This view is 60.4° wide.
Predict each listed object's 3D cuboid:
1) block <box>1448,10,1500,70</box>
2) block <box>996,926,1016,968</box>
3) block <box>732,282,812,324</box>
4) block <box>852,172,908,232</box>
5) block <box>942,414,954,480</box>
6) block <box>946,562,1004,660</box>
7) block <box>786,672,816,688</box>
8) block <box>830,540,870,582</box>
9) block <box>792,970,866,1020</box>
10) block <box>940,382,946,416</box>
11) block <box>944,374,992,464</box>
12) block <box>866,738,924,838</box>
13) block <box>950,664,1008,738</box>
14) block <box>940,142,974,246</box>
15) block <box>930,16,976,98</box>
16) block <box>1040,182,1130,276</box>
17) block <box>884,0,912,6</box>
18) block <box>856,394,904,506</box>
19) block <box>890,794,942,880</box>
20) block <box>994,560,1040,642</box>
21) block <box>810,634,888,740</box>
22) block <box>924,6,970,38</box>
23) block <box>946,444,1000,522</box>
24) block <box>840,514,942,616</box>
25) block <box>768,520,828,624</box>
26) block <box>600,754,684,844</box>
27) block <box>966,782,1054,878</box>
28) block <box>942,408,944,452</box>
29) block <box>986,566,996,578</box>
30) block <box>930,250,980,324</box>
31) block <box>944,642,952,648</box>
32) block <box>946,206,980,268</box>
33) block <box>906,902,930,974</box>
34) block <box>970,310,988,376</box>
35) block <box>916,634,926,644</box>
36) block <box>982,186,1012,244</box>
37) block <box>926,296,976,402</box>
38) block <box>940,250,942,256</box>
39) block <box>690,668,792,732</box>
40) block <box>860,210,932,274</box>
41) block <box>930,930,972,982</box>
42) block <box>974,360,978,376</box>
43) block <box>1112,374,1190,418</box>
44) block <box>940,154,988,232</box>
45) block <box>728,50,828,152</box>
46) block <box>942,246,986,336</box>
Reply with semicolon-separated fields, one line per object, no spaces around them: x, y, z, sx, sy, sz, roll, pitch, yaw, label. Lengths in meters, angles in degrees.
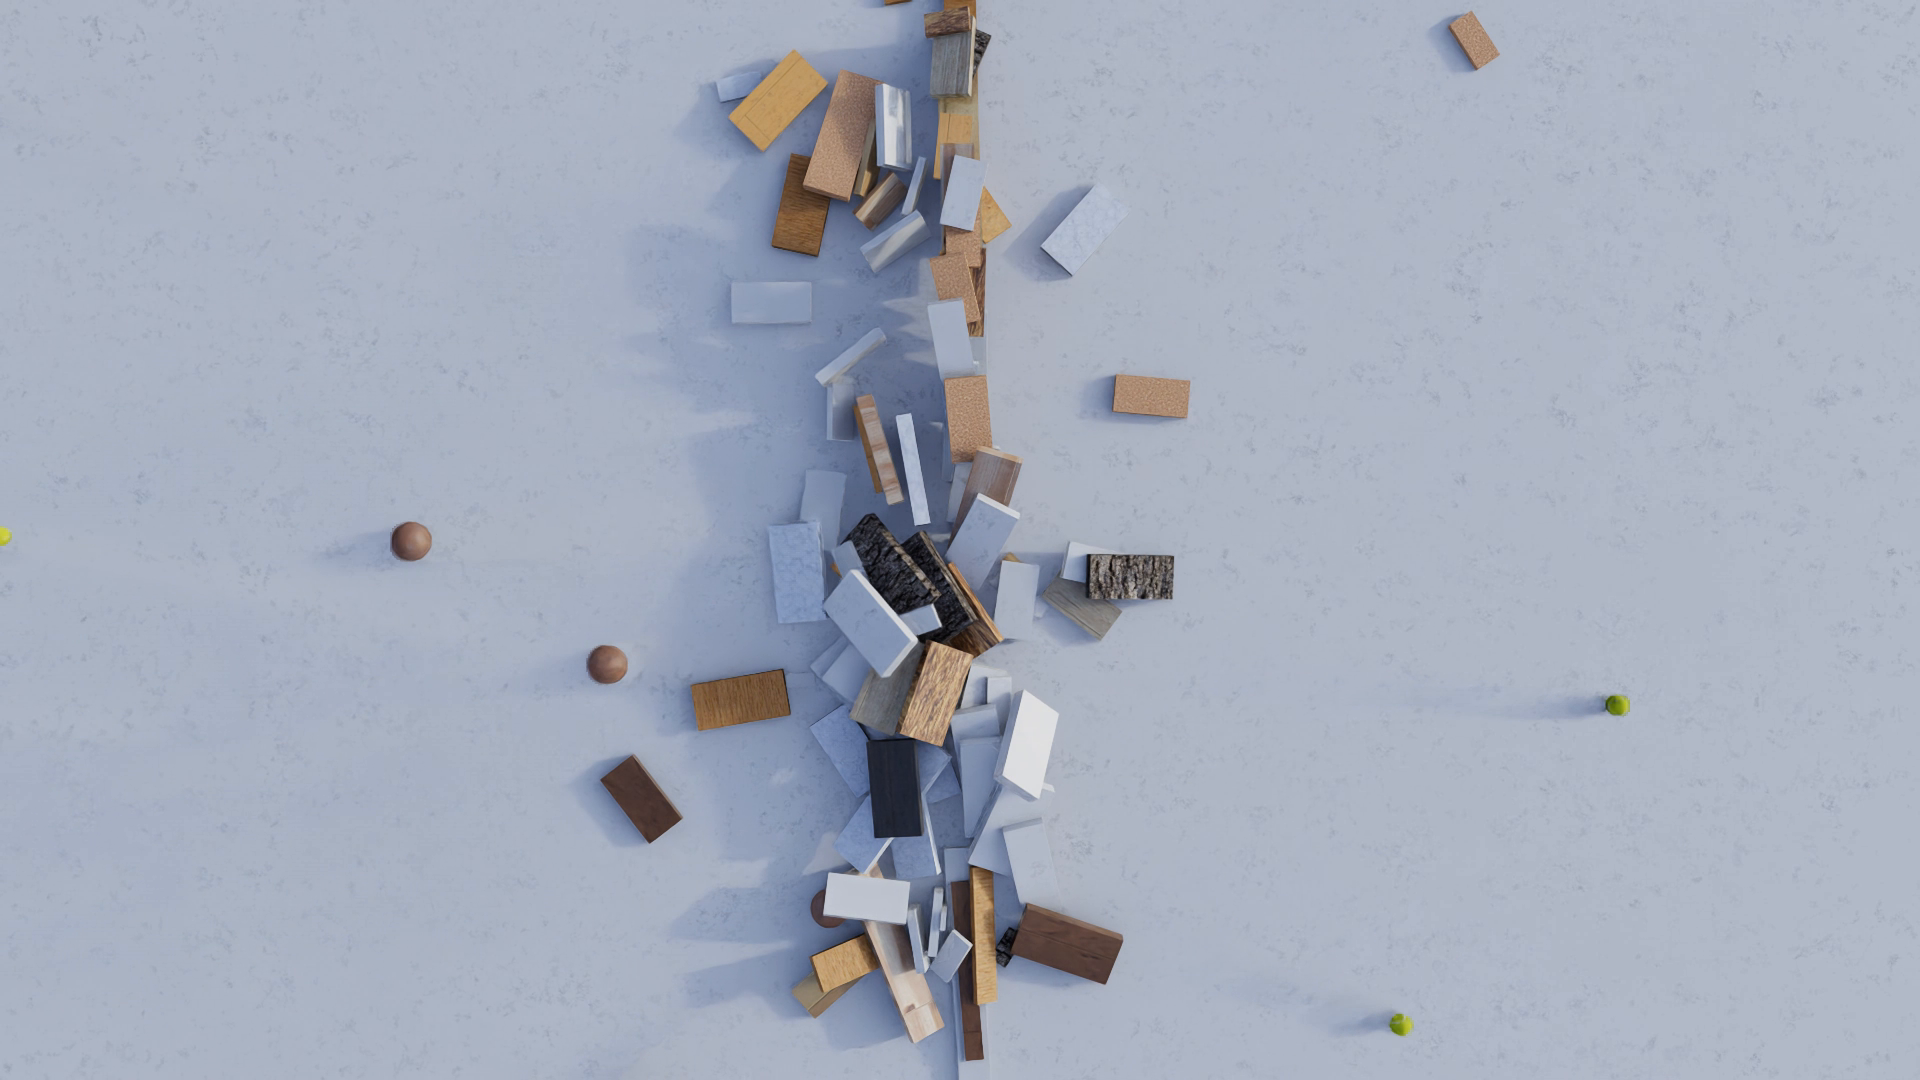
1.710;-1.662;5.488;0.087;0.025;0.175;-33;90;0;block
0.157;1.356;5.491;0.060;0.017;0.121;32;90;0;block
-0.626;-0.788;5.481;0.263;0.037;0.131;-1;90;0;block
-0.262;-1.120;5.460;0.186;0.026;0.093;-48;130;0;block
0.015;-0.325;5.423;0.136;0.039;0.272;2;115;-2;block
-0.004;0.241;5.420;0.152;0.043;0.304;-35;88;24;block
-0.530;0.467;5.493;0.097;0.014;0.049;-4;90;0;block
-0.360;0.088;5.416;0.078;0.022;0.156;-28;81;29;block
-0.430;1.463;5.483;0.241;0.034;0.121;-41;90;0;block
-0.015;-0.505;5.390;0.095;0.027;0.189;-6;107;2;block
0.029;-0.390;5.330;0.136;0.039;0.272;-6;102;-2;block
-0.210;0.804;5.344;0.157;0.044;0.313;-5;92;10;block
0.062;0.541;5.451;0.126;0.036;0.252;12;98;-14;block
-0.006;-1.006;5.308;0.108;0.031;0.538;-1;117;0;block
-0.024;-1.570;5.364;0.131;0.037;0.261;2;83;16;block
0.416;-1.032;5.480;0.144;0.041;0.288;42;90;0;block
-0.219;-1.878;5.487;0.090;0.026;0.181;-9;90;0;block
-0.259;-0.294;5.410;0.051;0.180;0.360;-17;90;0;block
-0.163;0.973;5.456;0.142;0.040;0.284;-11;91;18;block
0.184;0.201;5.466;0.126;0.036;0.252;8;90;0;block
-0.316;0.485;5.453;0.172;0.049;0.344;-43;84;-3;block
-0.041;-1.680;5.353;0.149;0.021;0.074;-6;81;15;block
0.042;-0.185;5.432;0.136;0.039;0.272;8;109;-5;block
-0.238;0.107;5.391;0.360;0.051;0.180;50;116;16;block
-0.533;0.106;5.450;0.163;0.046;0.327;-5;97;4;block
-1.057;0.860;5.481;0.135;0.038;0.269;-38;90;0;block
0.165;0.933;5.413;0.168;0.048;0.337;20;106;-12;block
-0.013;-0.369;5.459;0.094;0.027;0.189;0;107;0;block
0.067;0.109;5.492;0.093;0.013;0.046;-28;94;0;block
-0.015;-0.795;5.233;0.113;0.032;0.227;-12;119;5;block
-0.110;0.330;5.464;0.086;0.024;0.171;-41;101;10;block
0.010;-0.973;5.234;0.108;0.031;0.216;0;87;0;block
-0.137;1.314;5.446;0.029;0.104;0.208;-10;90;10;block
0.018;-0.617;5.418;0.141;0.040;0.282;0;117;0;block
-0.107;0.398;5.450;0.252;0.036;0.126;42;100;-10;block
0.067;-1.102;5.485;0.106;0.030;0.212;-35;90;0;block
-0.021;-0.610;5.294;0.113;0.032;0.333;-9;118;3;block
0.005;-0.800;5.372;0.141;0.040;0.282;0;117;0;block
-0.727;0.531;5.478;0.307;0.043;0.153;-10;90;0;block
-0.212;-0.985;5.443;0.227;0.113;0.032;-34;60;0;block
-0.030;1.375;5.451;0.080;0.023;0.159;37;109;22;block
0.005;-0.501;5.440;0.094;0.027;0.189;4;118;-2;block
0.636;-0.478;5.483;0.247;0.035;0.123;5;90;0;block
0.012;-1.090;5.189;0.108;0.031;0.216;13;98;0;block
-0.602;-1.455;5.466;0.156;0.044;0.311;44;90;-9;block
0.010;-0.798;5.300;0.141;0.040;0.282;2;104;0;block
